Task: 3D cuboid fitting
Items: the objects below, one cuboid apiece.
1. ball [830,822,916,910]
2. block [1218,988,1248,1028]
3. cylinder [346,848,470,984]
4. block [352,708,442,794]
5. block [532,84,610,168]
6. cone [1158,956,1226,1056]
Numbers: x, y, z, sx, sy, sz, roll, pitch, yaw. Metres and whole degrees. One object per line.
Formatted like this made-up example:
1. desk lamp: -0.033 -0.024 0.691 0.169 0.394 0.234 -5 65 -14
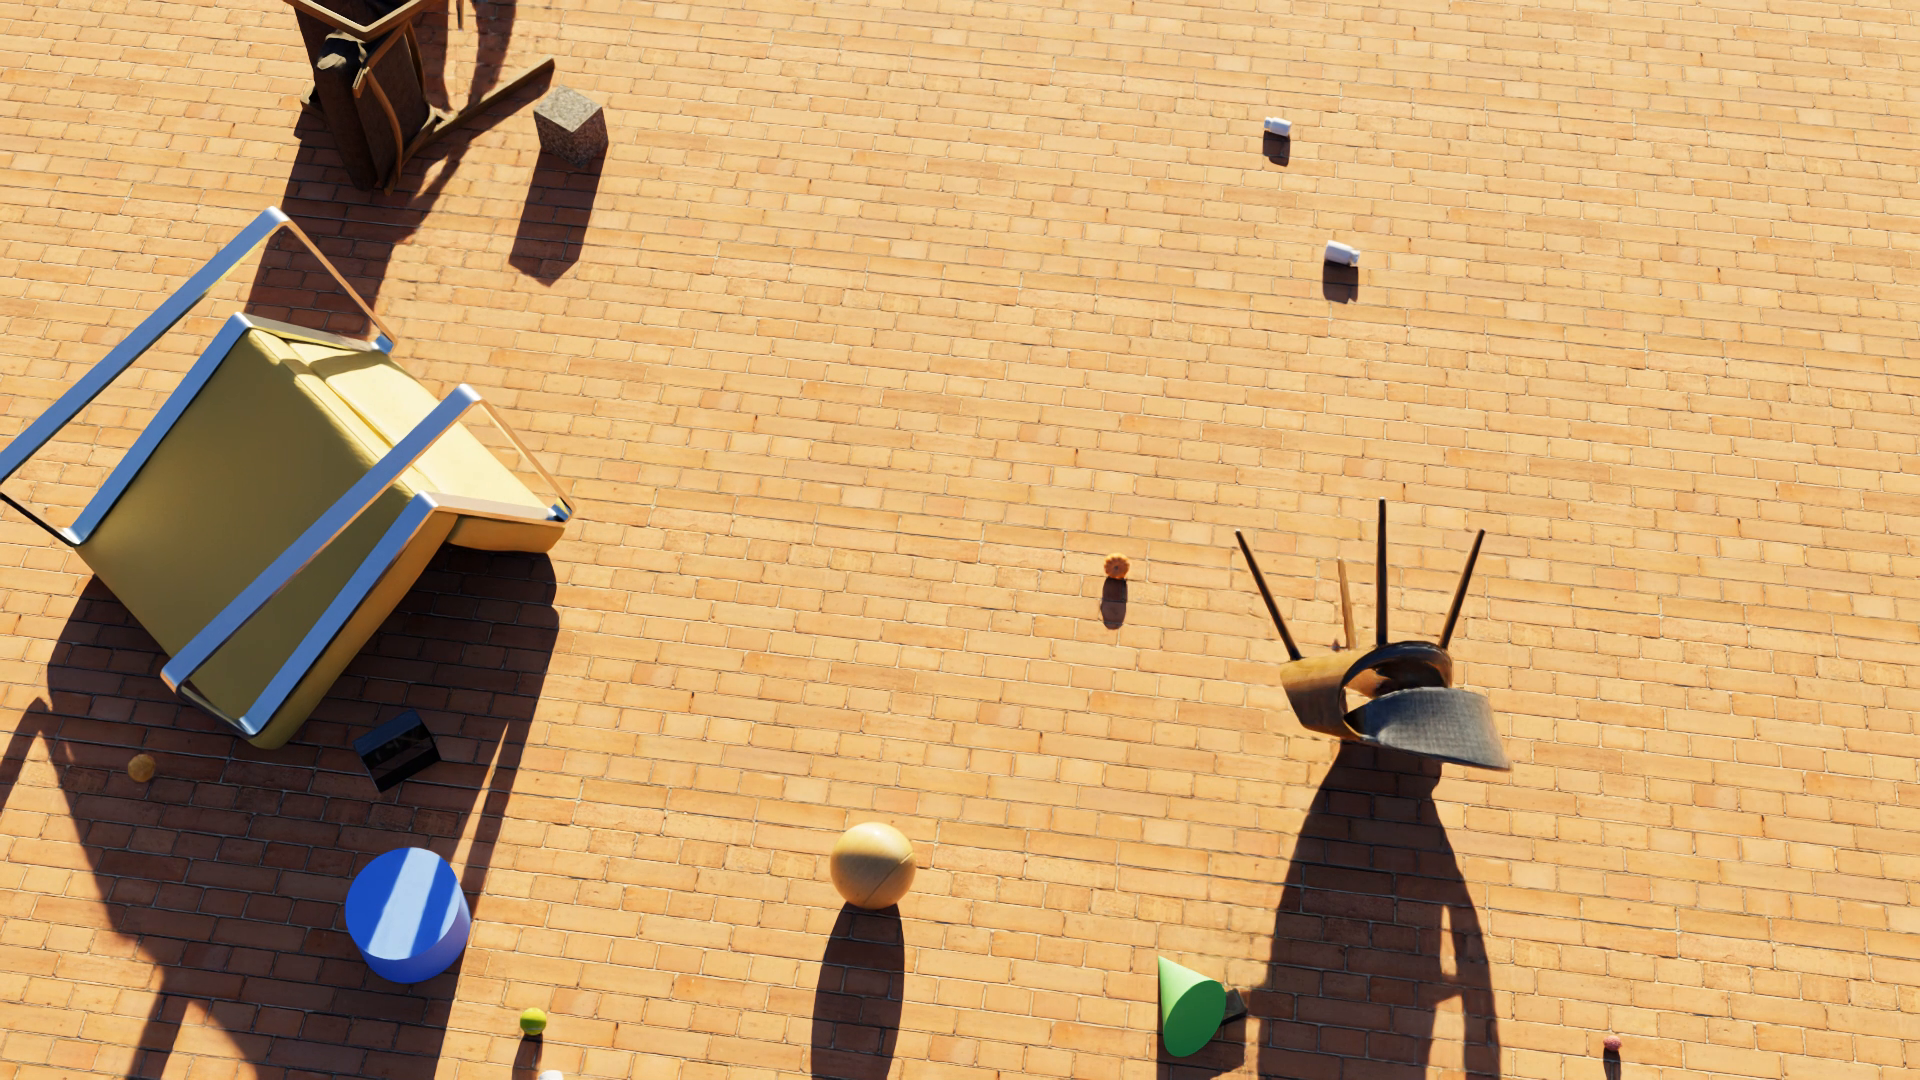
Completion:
1. ball: -0.232 0.867 5.853 0.232 0.232 0.232 0 56 0
2. block: 0.685 1.222 5.727 0.105 0.045 0.066 -19 58 -12
3. cylinder: -1.457 0.992 5.814 0.298 0.157 0.318 -2 56 -1
4. block: -1.563 0.584 6.100 0.189 0.136 0.109 -30 61 -19
5. block: -1.309 -1.392 7.402 0.177 0.176 0.149 31 61 19
6. cone: 0.563 1.163 5.728 0.159 0.251 0.256 7 26 -23
